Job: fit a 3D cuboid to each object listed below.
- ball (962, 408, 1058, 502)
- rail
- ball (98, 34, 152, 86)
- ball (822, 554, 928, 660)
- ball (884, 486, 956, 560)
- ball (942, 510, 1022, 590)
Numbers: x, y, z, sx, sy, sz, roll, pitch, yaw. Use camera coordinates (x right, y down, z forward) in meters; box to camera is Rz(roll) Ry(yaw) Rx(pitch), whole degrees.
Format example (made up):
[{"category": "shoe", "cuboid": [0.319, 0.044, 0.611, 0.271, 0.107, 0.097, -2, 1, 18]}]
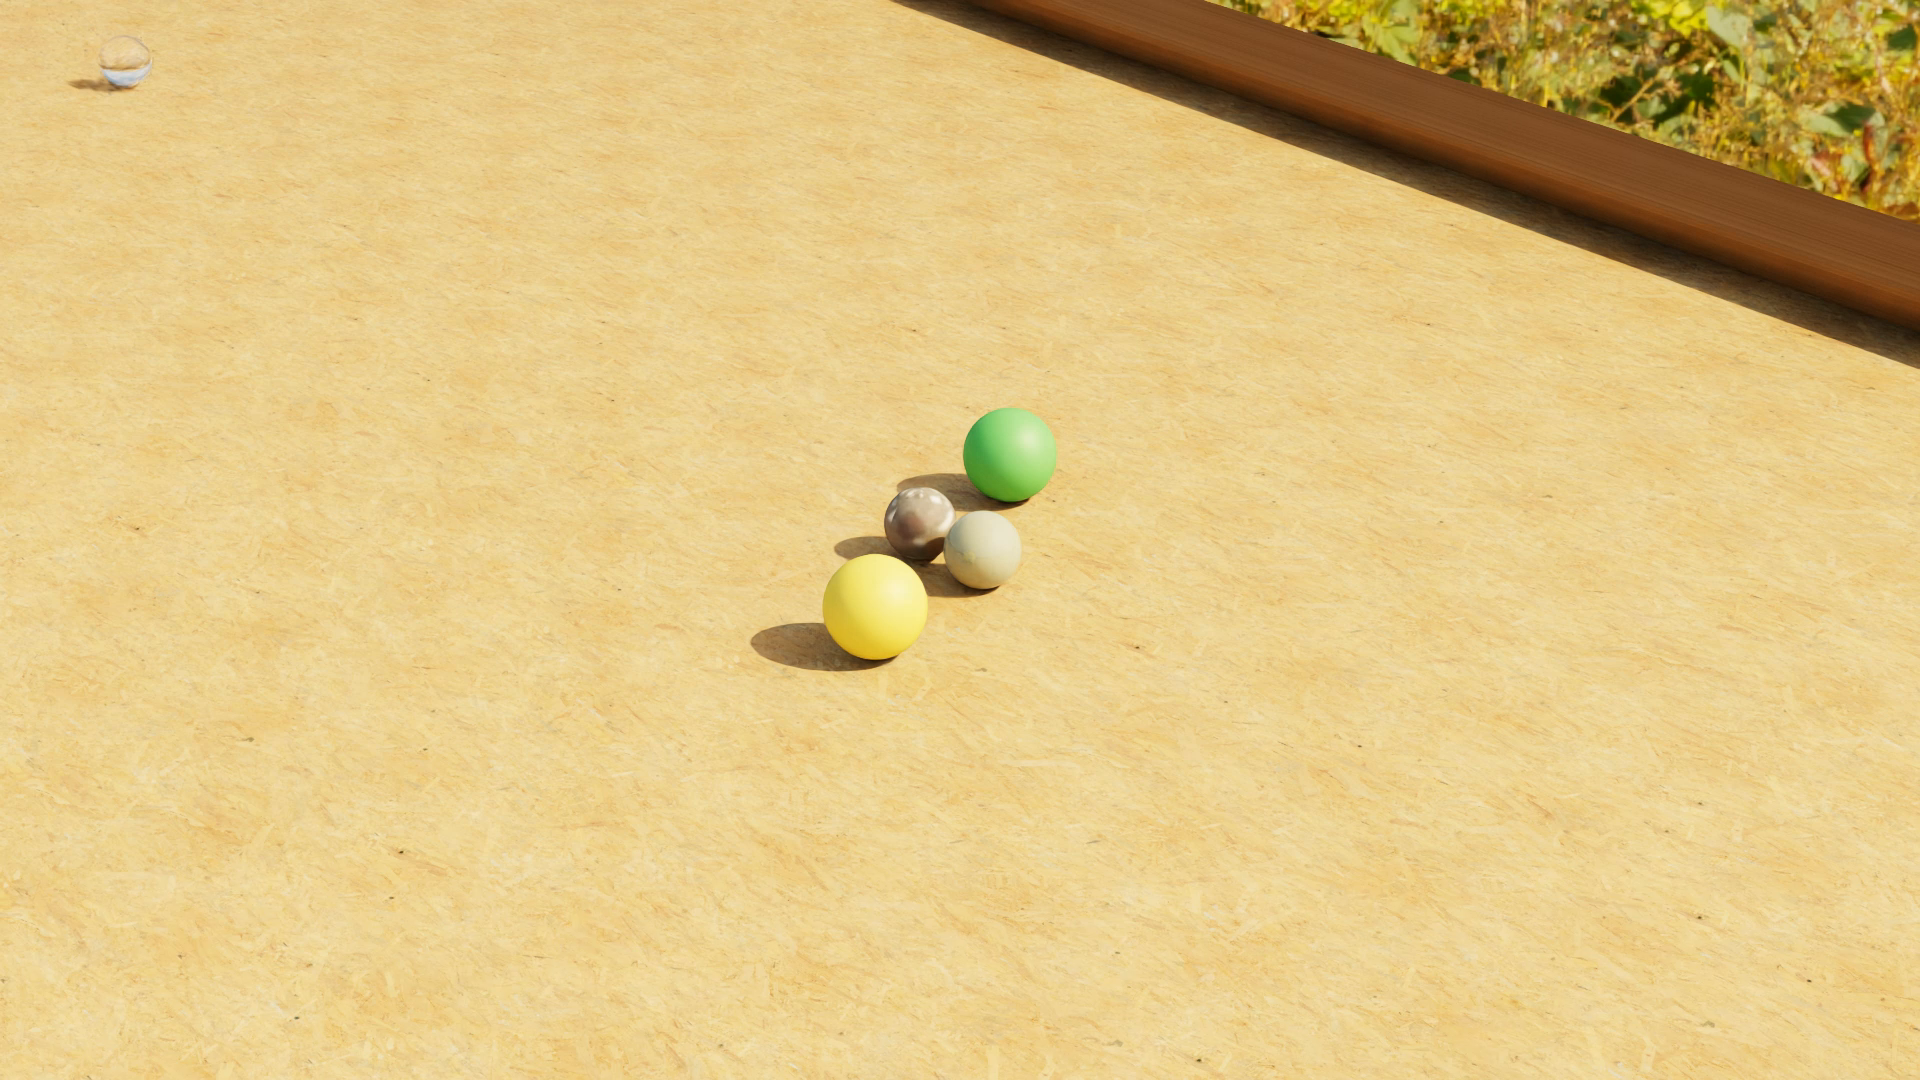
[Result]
[{"category": "ball", "cuboid": [0.039, -0.067, 2.324, 0.075, 0.075, 0.075, 0, 25, 0]}, {"category": "rail", "cuboid": [0.267, -0.570, 3.393, 0.045, 0.097, 3.704, -17, 29, -32]}, {"category": "ball", "cuboid": [-0.967, -0.555, 3.408, 0.060, 0.060, 0.060, 0, 25, 0]}, {"category": "ball", "cuboid": [-0.060, 0.047, 2.075, 0.075, 0.075, 0.075, 0, 25, 0]}, {"category": "ball", "cuboid": [-0.030, -0.013, 2.229, 0.056, 0.056, 0.056, 0, 25, 0]}, {"category": "ball", "cuboid": [0.017, 0.007, 2.181, 0.059, 0.059, 0.059, 0, 25, 0]}]
